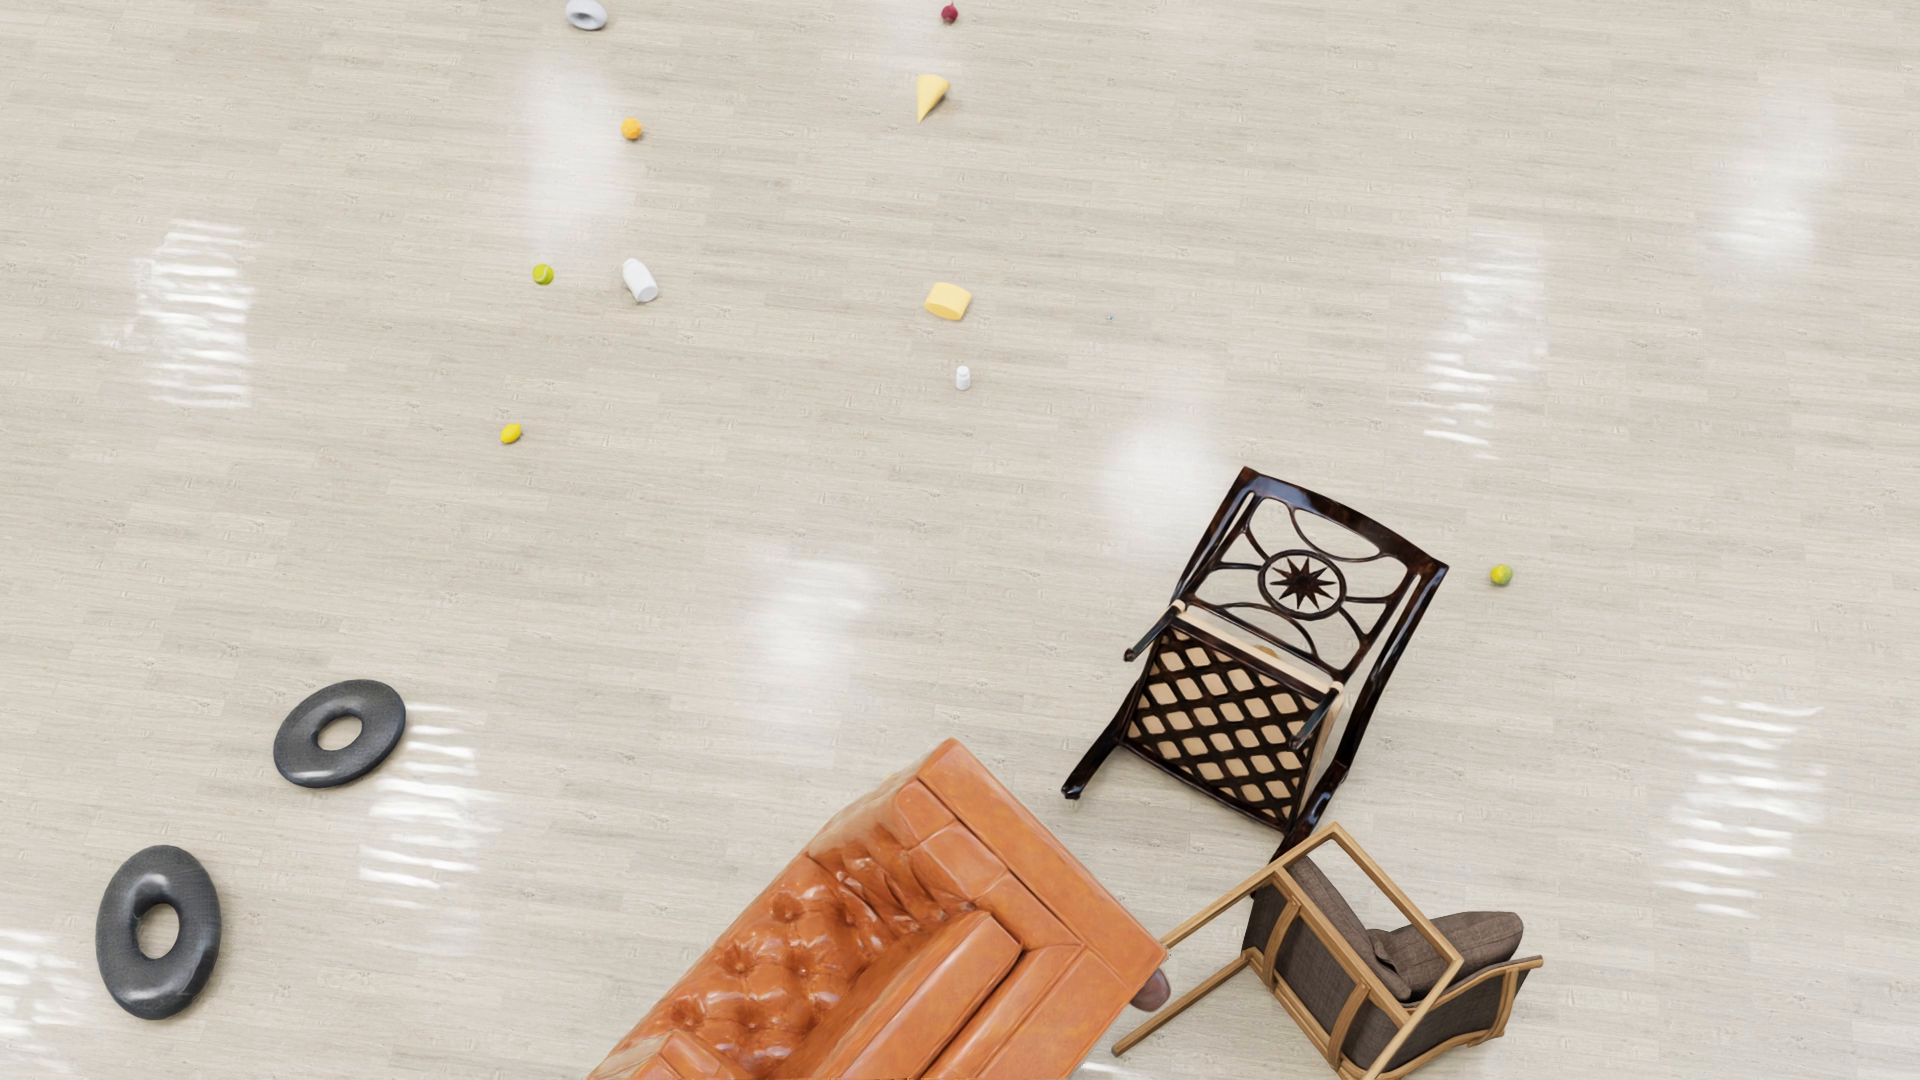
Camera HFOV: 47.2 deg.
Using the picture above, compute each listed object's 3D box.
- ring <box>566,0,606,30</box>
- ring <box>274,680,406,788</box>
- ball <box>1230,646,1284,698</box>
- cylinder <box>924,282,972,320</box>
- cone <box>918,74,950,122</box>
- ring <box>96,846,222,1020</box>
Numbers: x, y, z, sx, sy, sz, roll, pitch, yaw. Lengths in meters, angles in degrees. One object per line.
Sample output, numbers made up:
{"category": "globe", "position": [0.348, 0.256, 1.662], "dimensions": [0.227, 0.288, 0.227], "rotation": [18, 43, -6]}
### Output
{"category": "ring", "position": [-1.321, -1.858, 7.766], "dimensions": [0.150, 0.094, 0.078], "rotation": [14, 47, -7]}
{"category": "ring", "position": [-1.740, 0.542, 6.171], "dimensions": [0.389, 0.066, 0.314], "rotation": [-35, 62, -20]}
{"category": "ball", "position": [0.843, 0.373, 6.233], "dimensions": [0.150, 0.150, 0.150], "rotation": [0, 56, 0]}
{"category": "cylinder", "position": [-0.040, -0.767, 7.053], "dimensions": [0.130, 0.058, 0.092], "rotation": [19, 58, 11]}
{"category": "cone", "position": [-0.116, -1.500, 7.552], "dimensions": [0.128, 0.089, 0.169], "rotation": [8, 70, 36]}
{"category": "ring", "position": [-2.120, 1.033, 5.816], "dimensions": [0.324, 0.109, 0.506], "rotation": [-10, 56, -8]}
